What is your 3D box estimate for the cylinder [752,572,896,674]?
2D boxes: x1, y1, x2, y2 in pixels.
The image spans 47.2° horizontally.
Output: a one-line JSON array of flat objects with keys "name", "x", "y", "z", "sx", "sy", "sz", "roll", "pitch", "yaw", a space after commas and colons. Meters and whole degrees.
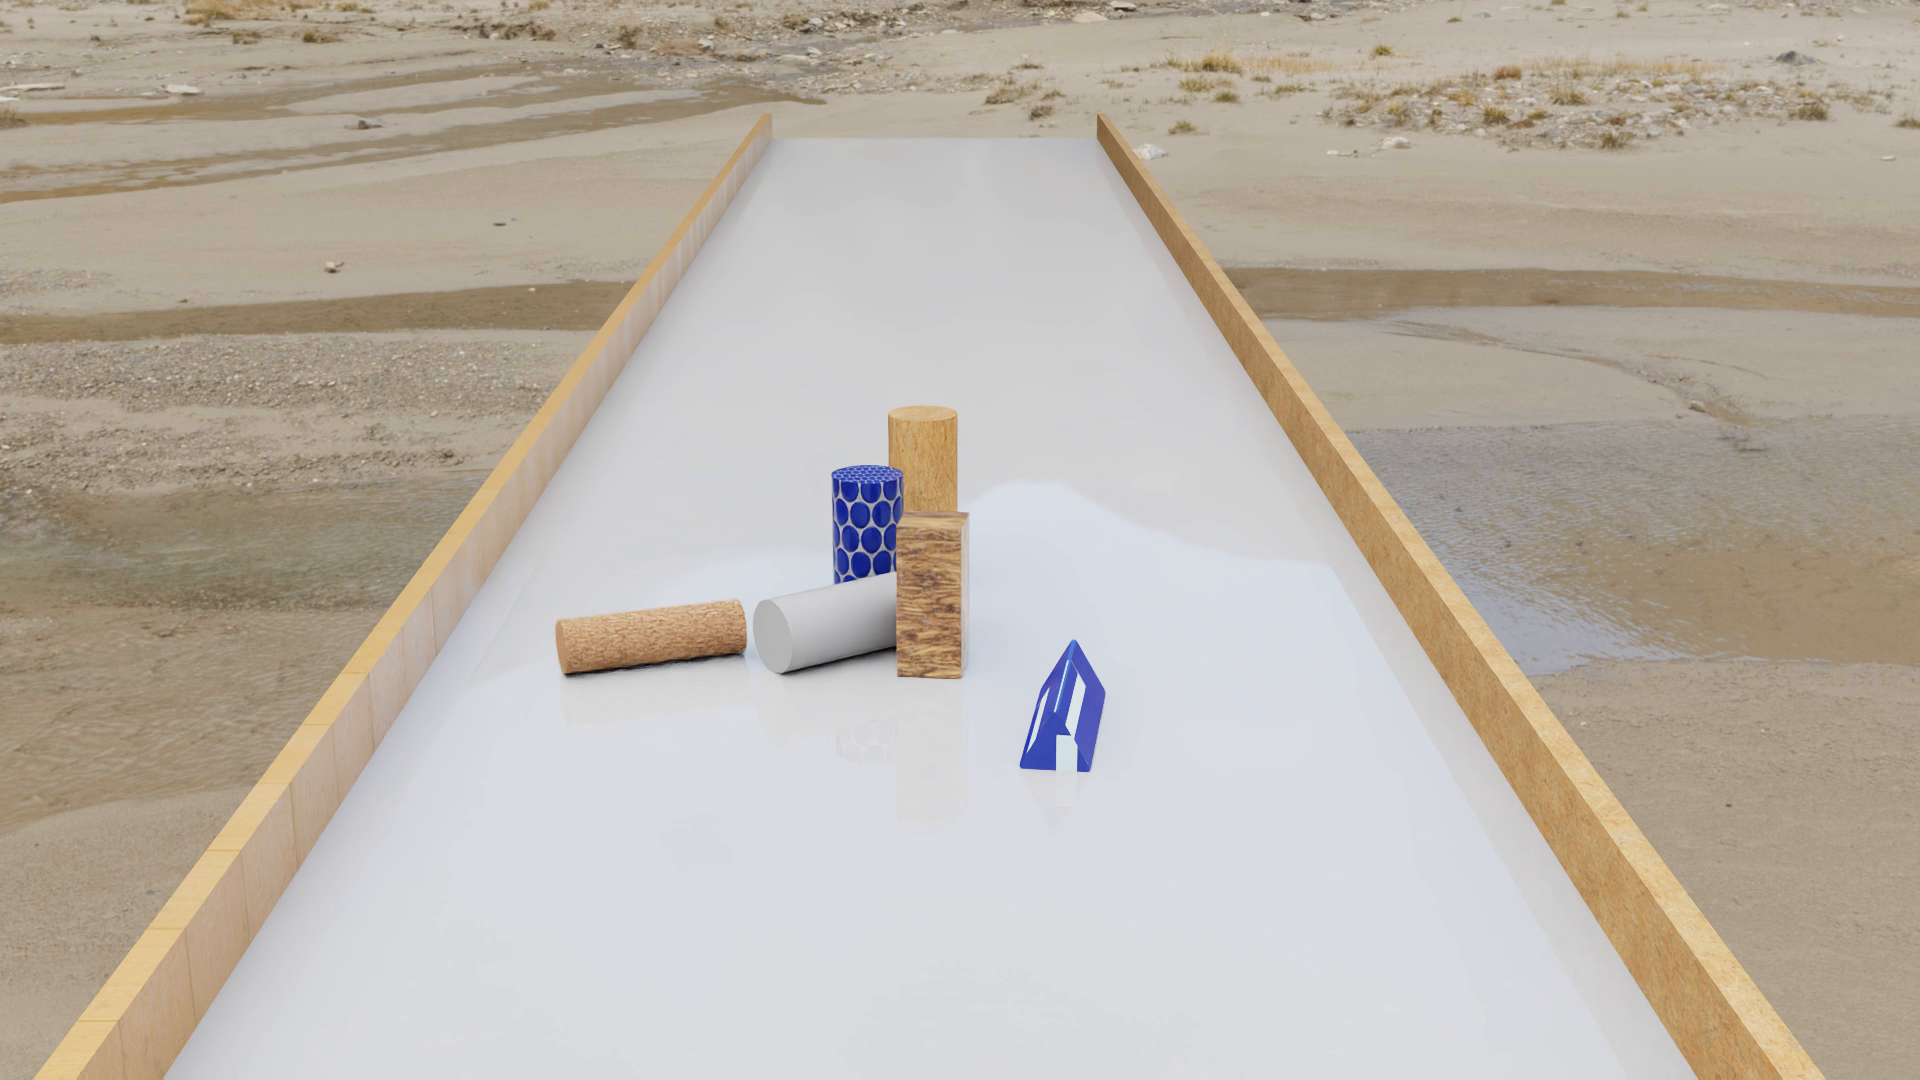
[{"name": "cylinder", "x": -0.207, "y": 0.156, "z": 4.442, "sx": 0.403, "sy": 0.149, "sz": 0.149, "roll": -12, "pitch": 20, "yaw": -35}]

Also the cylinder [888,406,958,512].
[{"name": "cylinder", "x": -0.081, "y": -0.094, "z": 4.873, "sx": 0.152, "sy": 0.383, "sz": 0.152, "roll": 0, "pitch": 17, "yaw": 0}]

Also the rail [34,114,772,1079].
[{"name": "rail", "x": -1.118, "y": -0.838, "z": 7.780, "sx": 0.050, "sy": 0.150, "sz": 12.000, "roll": 0, "pitch": 17, "yaw": -1}]

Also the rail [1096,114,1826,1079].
[{"name": "rail", "x": 0.932, "y": -0.844, "z": 7.801, "sx": 0.050, "sy": 0.150, "sz": 12.000, "roll": 0, "pitch": 17, "yaw": -1}]

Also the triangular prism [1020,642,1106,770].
[{"name": "triangular prism", "x": 0.192, "y": 0.296, "z": 4.033, "sx": 0.124, "sy": 0.107, "sz": 0.388, "roll": 2, "pitch": 17, "yaw": 7}]

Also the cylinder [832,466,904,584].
[{"name": "cylinder", "x": -0.194, "y": 0.011, "z": 4.645, "sx": 0.151, "sy": 0.310, "sz": 0.151, "roll": 0, "pitch": 17, "yaw": 0}]

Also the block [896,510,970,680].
[{"name": "block", "x": -0.052, "y": 0.106, "z": 4.333, "sx": 0.127, "sy": 0.304, "sz": 0.127, "roll": 2, "pitch": 16, "yaw": 7}]

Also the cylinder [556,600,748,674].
[{"name": "cylinder", "x": -0.615, "y": 0.193, "z": 4.391, "sx": 0.364, "sy": 0.107, "sz": 0.107, "roll": -6, "pitch": 18, "yaw": -20}]
